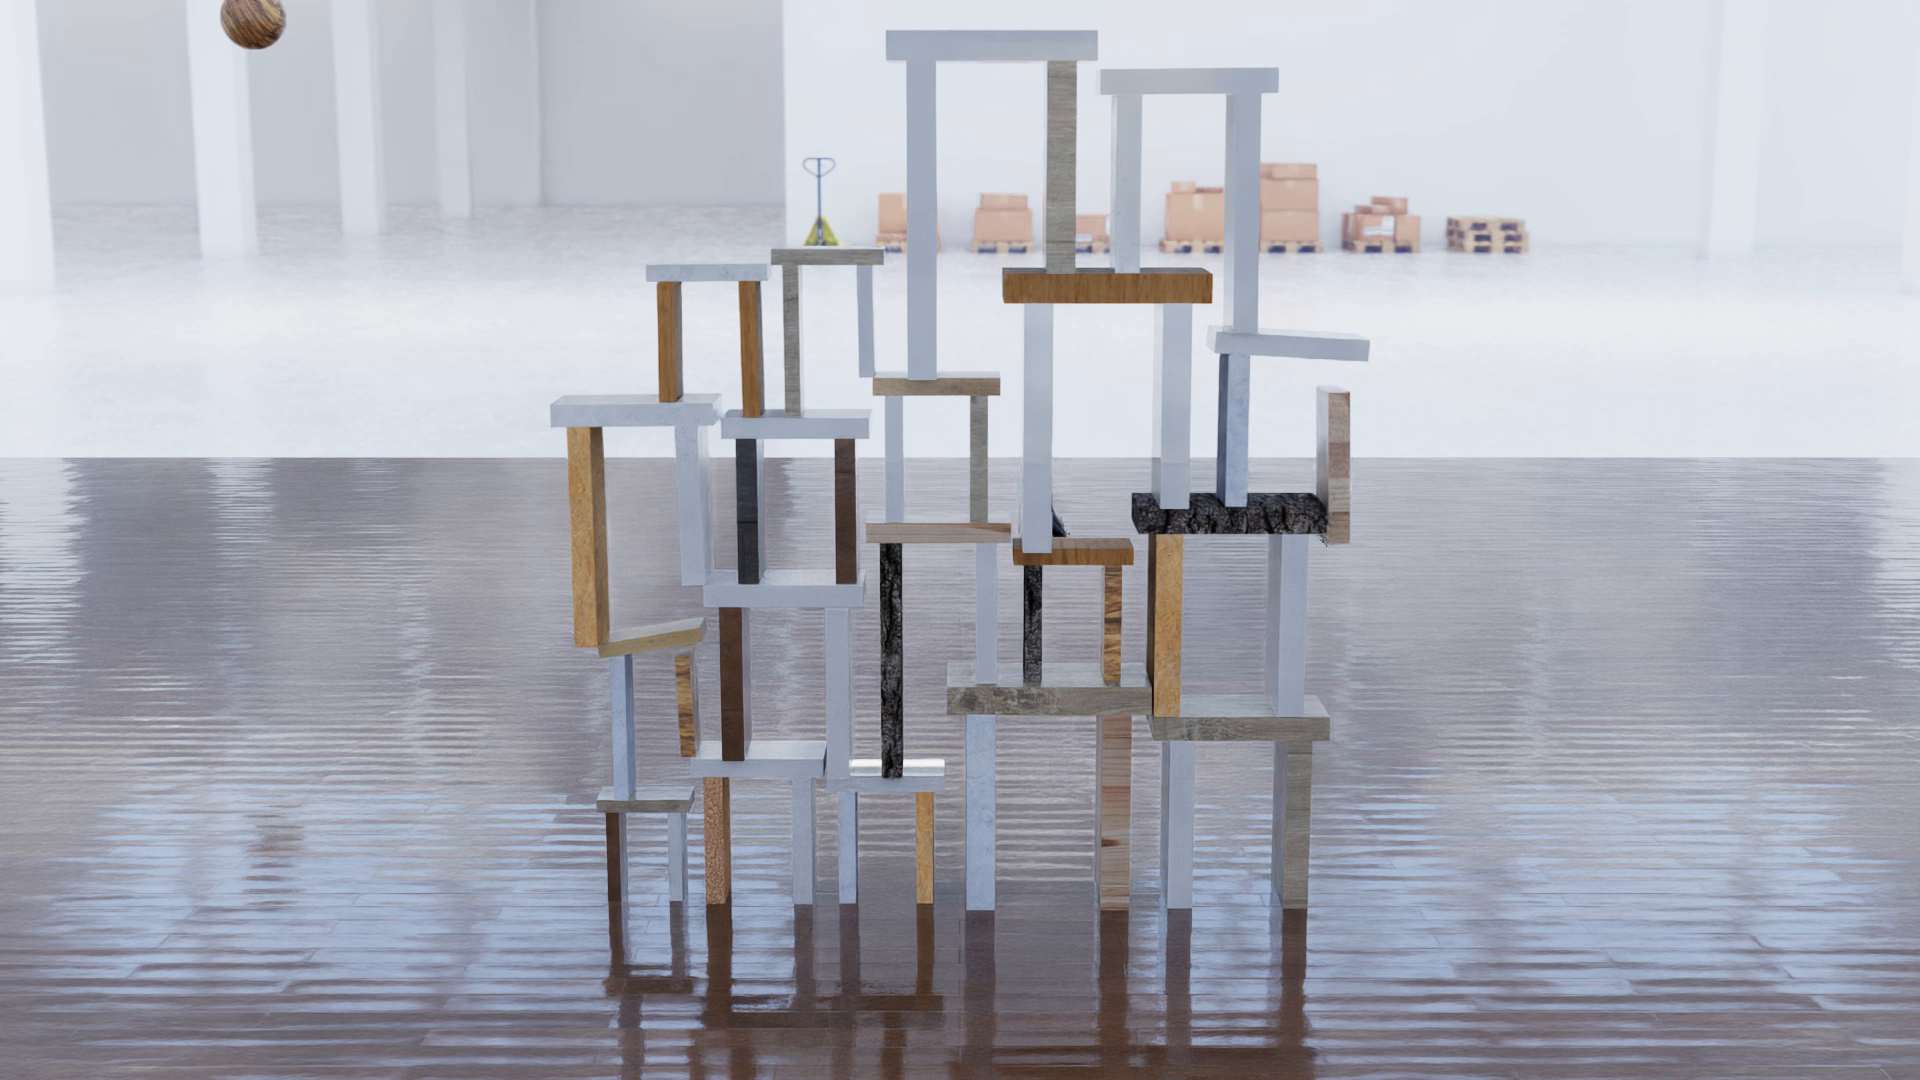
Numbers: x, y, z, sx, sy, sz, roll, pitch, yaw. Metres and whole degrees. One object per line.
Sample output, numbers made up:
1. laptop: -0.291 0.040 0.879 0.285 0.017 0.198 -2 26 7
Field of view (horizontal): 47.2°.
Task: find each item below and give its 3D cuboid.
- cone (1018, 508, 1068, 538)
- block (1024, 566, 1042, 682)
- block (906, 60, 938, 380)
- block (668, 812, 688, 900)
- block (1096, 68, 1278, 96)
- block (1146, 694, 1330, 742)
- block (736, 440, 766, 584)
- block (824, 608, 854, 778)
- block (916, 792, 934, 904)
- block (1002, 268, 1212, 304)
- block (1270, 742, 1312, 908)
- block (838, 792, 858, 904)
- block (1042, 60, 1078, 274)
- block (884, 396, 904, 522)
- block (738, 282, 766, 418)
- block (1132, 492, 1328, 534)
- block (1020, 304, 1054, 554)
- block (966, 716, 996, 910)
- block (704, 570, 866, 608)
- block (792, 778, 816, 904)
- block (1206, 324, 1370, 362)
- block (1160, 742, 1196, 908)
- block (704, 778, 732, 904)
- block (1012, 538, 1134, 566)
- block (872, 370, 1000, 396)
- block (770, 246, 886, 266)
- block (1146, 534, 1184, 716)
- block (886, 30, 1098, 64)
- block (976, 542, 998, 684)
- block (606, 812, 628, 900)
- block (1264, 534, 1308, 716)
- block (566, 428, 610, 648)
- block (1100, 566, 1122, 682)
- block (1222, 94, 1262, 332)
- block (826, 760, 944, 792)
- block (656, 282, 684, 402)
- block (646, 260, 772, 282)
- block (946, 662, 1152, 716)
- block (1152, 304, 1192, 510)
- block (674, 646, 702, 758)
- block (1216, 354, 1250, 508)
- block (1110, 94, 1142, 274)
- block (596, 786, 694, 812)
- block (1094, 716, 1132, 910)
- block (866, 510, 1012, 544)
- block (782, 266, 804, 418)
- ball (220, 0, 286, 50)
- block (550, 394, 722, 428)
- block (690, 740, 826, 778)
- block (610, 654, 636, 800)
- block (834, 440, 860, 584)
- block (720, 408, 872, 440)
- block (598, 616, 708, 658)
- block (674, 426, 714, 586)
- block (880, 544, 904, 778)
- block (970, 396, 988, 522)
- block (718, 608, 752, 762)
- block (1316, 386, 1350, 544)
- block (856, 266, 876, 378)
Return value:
1. cone: 0.286 -0.042 6.880 0.146 0.146 0.146 35 25 23
2. block: 0.118 0.126 3.588 0.027 0.192 0.096 0 11 0
3. block: -0.059 -0.503 3.462 0.046 0.487 0.161 0 11 0
4. block: -0.469 0.515 3.657 0.022 0.152 0.076 0 11 0
5. block: 0.350 -0.712 3.421 0.272 0.039 0.136 0 10 0
6. block: 0.454 0.292 3.613 0.284 0.040 0.142 0 11 0
7. block: -0.338 -0.055 3.553 0.033 0.234 0.117 0 11 0
8. block: -0.197 0.236 3.603 0.036 0.284 0.127 0 11 0
9. block: -0.058 0.496 3.652 0.027 0.191 0.095 0 11 0
10. block: 0.230 -0.404 3.485 0.323 0.046 0.162 0 11 0
11. block: 0.549 0.451 3.643 0.040 0.283 0.142 0 11 0
12. block: -0.185 0.496 3.652 0.027 0.191 0.095 0 11 0
13. block: 0.155 -0.584 3.448 0.046 0.322 0.161 0 11 0
14. block: -0.104 -0.137 3.531 0.029 0.202 0.101 0 11 0
15. block: -0.331 -0.307 3.500 0.027 0.215 0.095 -1 11 0
16. block: 0.432 -0.043 3.555 0.299 0.042 0.149 0 11 0
17. block: 0.122 -0.188 3.525 0.046 0.394 0.162 0 11 0
18. block: 0.034 0.428 3.642 0.047 0.329 0.164 0 11 0
19. block: -0.282 0.078 3.574 0.255 0.036 0.127 0 11 0
20. block: -0.258 0.483 3.653 0.031 0.217 0.108 0 11 0
21. block: 0.519 -0.313 3.495 0.241 0.034 0.121 3 10 -1
22. block: 0.360 0.451 3.643 0.040 0.284 0.142 0 11 0
23. block: -0.403 0.483 3.653 0.031 0.217 0.108 0 11 0
24. block: 0.182 0.019 3.568 0.192 0.027 0.096 0 11 0
25. block: -0.037 -0.250 3.511 0.202 0.029 0.101 0 11 0
26. block: -0.207 -0.449 3.473 0.175 0.025 0.088 0 11 0
27. block: 0.333 0.124 3.586 0.042 0.299 0.149 0 11 0
28. block: 0.048 -0.765 3.414 0.322 0.046 0.161 0 11 0
29. block: 0.043 0.108 3.577 0.033 0.231 0.116 0 10 0
30. block: -0.571 0.515 3.657 0.022 0.152 0.076 0 11 0
31. block: 0.532 0.124 3.587 0.042 0.299 0.149 0 11 0
32. block: -0.600 -0.014 3.555 0.036 0.356 0.128 0 11 0
33. block: 0.246 0.126 3.588 0.027 0.192 0.096 0 11 0
34. block: 0.443 -0.515 3.457 0.039 0.365 0.136 0 10 0
35. block: -0.122 0.389 3.633 0.191 0.027 0.095 0 11 0
36. block: -0.461 -0.319 3.497 0.027 0.189 0.095 0 11 0
37. block: -0.396 -0.426 3.477 0.189 0.027 0.095 0 11 -1
38. block: 0.143 0.244 3.608 0.329 0.047 0.164 0 11 0
39. block: 0.338 -0.222 3.518 0.046 0.323 0.162 0 11 0
40. block: -0.446 0.264 3.611 0.024 0.167 0.084 -2 11 1
41. block: 0.437 -0.181 3.521 0.034 0.241 0.121 0 11 0
42. block: 0.260 -0.559 3.450 0.039 0.272 0.136 0 11 0
43. block: -0.520 0.429 3.641 0.152 0.022 0.076 0 11 0
44. block: 0.253 0.428 3.642 0.047 0.329 0.164 0 11 0
45. block: -0.035 -0.022 3.553 0.231 0.033 0.116 0 11 0
46. block: -0.264 -0.319 3.497 0.025 0.239 0.088 0 11 0
47. ball: -1.937 -1.431 6.028 0.176 0.176 0.176 0 11 0
48. block: -0.516 -0.208 3.519 0.257 0.036 0.128 -1 11 0
49. block: -0.330 0.361 3.630 0.217 0.031 0.108 0 11 0
50. block: -0.554 0.300 3.617 0.024 0.241 0.084 0 11 0
51. block: -0.182 -0.055 3.552 0.033 0.234 0.117 0 11 0
52. block: -0.260 -0.186 3.529 0.234 0.033 0.117 0 11 0
53. block: -0.501 0.159 3.591 0.167 0.024 0.084 -9 10 2
54. block: -0.428 -0.065 3.548 0.036 0.256 0.128 -1 10 1
55. block: -0.111 0.185 3.591 0.033 0.389 0.116 0 11 0
56. block: 0.030 -0.137 3.532 0.029 0.202 0.101 0 11 0
57. block: -0.367 0.221 3.601 0.036 0.255 0.127 0 11 0
58. block: 0.598 -0.122 3.528 0.034 0.241 0.121 -2 9 0
59. block: -0.148 -0.350 3.491 0.025 0.176 0.088 -1 11 0
